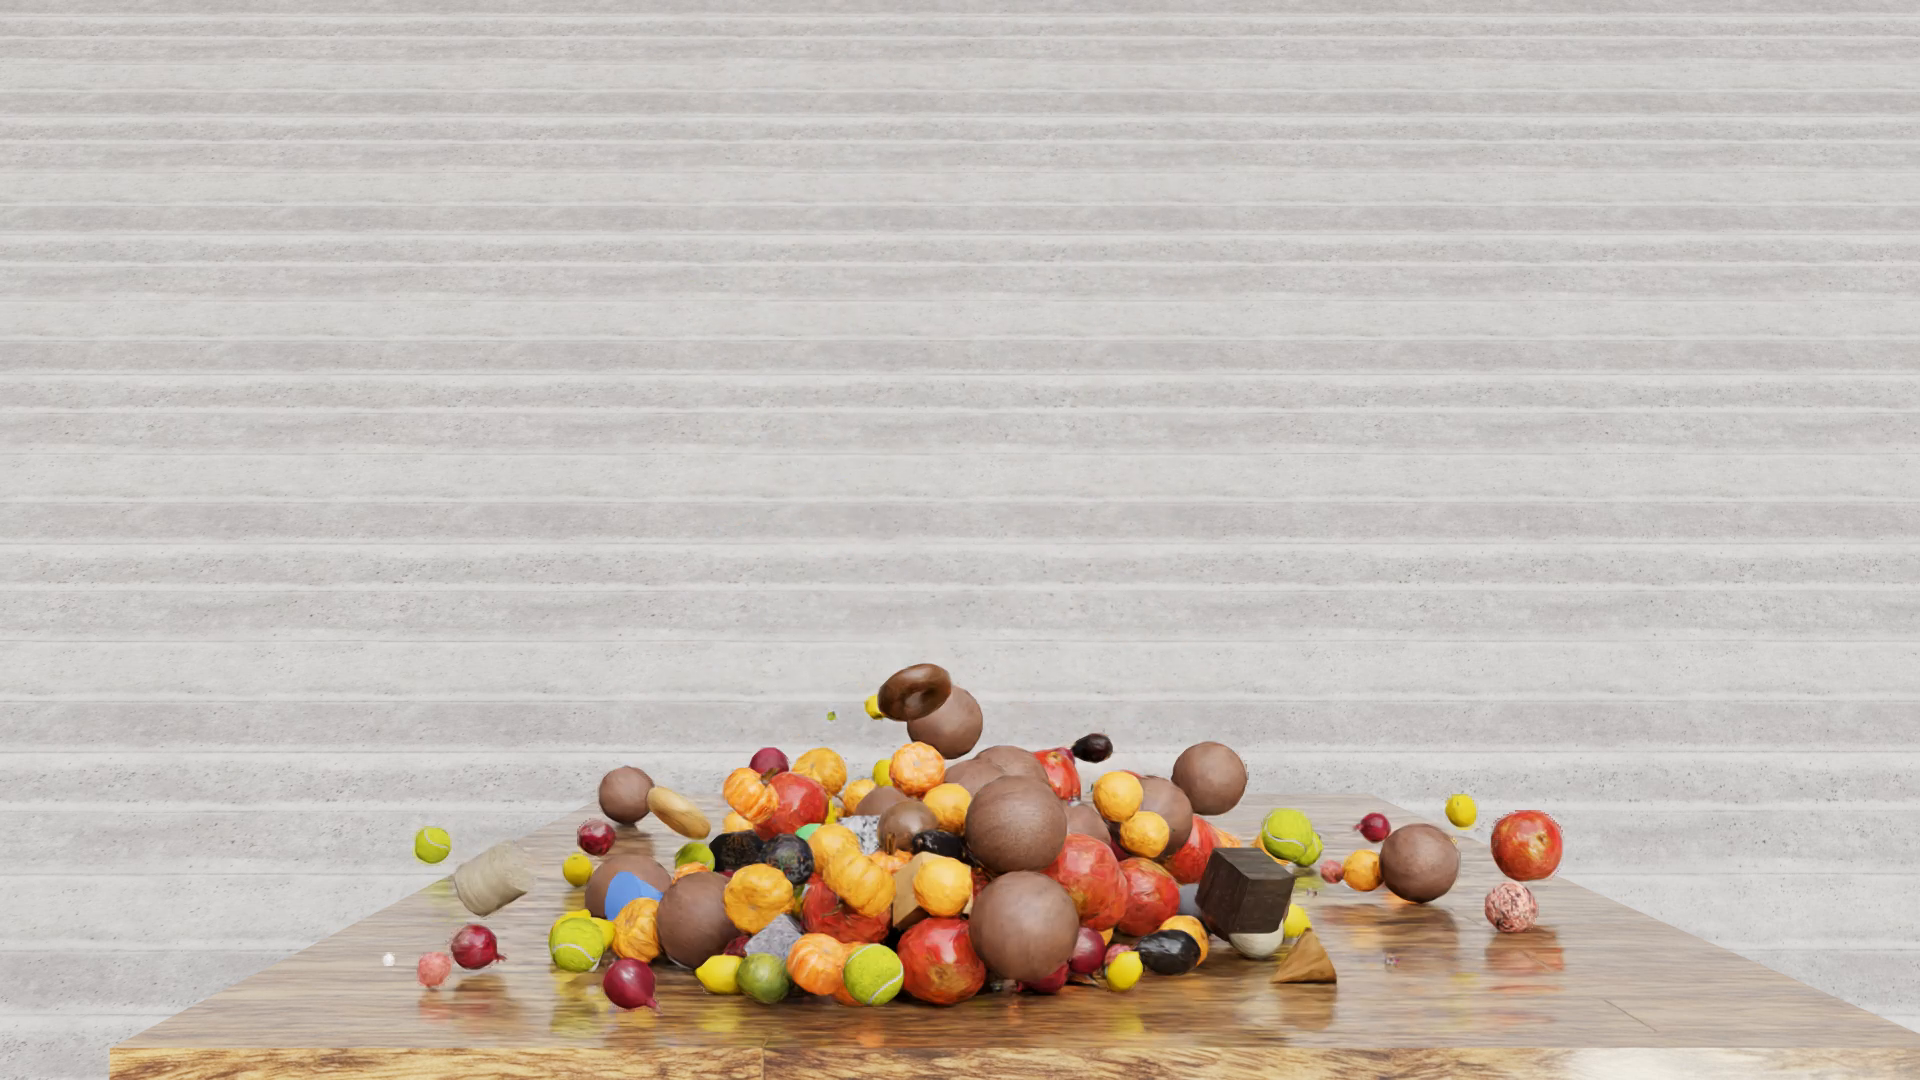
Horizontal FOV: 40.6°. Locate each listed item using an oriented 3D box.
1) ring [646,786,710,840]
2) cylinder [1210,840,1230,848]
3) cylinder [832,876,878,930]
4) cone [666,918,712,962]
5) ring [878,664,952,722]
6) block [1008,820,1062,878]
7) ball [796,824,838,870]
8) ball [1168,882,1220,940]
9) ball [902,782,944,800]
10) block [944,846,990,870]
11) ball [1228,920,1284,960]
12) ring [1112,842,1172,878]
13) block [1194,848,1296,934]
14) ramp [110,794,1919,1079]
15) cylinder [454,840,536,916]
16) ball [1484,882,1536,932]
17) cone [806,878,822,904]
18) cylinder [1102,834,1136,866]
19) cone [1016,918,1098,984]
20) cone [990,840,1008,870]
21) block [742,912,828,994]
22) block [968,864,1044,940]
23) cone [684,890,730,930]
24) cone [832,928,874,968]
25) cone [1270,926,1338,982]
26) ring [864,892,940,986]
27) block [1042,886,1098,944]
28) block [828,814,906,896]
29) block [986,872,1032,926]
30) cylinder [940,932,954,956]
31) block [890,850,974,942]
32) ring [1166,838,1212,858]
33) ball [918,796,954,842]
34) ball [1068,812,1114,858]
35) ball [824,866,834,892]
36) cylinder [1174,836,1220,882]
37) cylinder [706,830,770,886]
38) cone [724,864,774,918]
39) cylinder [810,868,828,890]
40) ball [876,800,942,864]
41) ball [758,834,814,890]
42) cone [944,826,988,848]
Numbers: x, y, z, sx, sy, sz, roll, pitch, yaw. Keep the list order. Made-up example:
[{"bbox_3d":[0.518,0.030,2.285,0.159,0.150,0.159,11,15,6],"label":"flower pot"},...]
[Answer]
[{"bbox_3d":[-0.478,0.464,4.409,0.126,0.126,0.042,25,69,31],"label":"ring"},{"bbox_3d":[0.466,0.579,4.737,0.055,0.055,0.055,0,-2,0],"label":"cylinder"},{"bbox_3d":[-0.145,0.541,3.897,0.082,0.082,0.082,0,34,-12],"label":"cylinder"},{"bbox_3d":[-0.358,0.559,3.549,0.063,0.063,0.063,-20,51,27],"label":"cone"},{"bbox_3d":[-0.066,0.222,3.776,0.115,0.115,0.038,-13,56,-18],"label":"ring"},{"bbox_3d":[0.136,0.558,4.700,0.096,0.096,0.096,0,-2,4],"label":"block"},{"bbox_3d":[-0.201,0.423,3.586,0.063,0.063,0.063,0,35,0],"label":"ball"},{"bbox_3d":[0.342,0.538,3.767,0.082,0.082,0.082,0,35,0],"label":"ball"},{"bbox_3d":[-0.065,0.454,4.467,0.074,0.074,0.074,0,35,0],"label":"ball"},{"bbox_3d":[0.013,0.569,4.536,0.064,0.064,0.064,0,-2,16],"label":"block"},{"bbox_3d":[0.405,0.534,3.546,0.076,0.076,0.076,0,35,0],"label":"ball"},{"bbox_3d":[0.322,0.568,4.606,0.110,0.110,0.037,-6,62,-8],"label":"ring"},{"bbox_3d":[0.373,0.459,3.402,0.081,0.081,0.081,4,22,-36],"label":"block"},{"bbox_3d":[0.076,0.659,4.817,2.000,0.100,4.000,0,-2,0],"label":"ramp"},{"bbox_3d":[-0.657,0.478,3.669,0.081,0.081,0.081,-31,29,20],"label":"cylinder"},{"bbox_3d":[0.814,0.543,3.841,0.075,0.075,0.075,0,35,0],"label":"ball"},{"bbox_3d":[-0.241,0.579,4.201,0.056,0.056,0.056,-31,41,32],"label":"cone"},{"bbox_3d":[0.295,0.572,4.777,0.065,0.065,0.065,2,-7,2],"label":"cylinder"},{"bbox_3d":[0.136,0.543,3.298,0.095,0.095,0.095,28,37,-2],"label":"cone"},{"bbox_3d":[0.065,0.593,4.760,0.065,0.065,0.065,17,33,23],"label":"cone"},{"bbox_3d":[-0.215,0.509,3.196,0.066,0.066,0.066,-40,71,-2],"label":"block"},{"bbox_3d":[0.064,0.527,3.781,0.092,0.092,0.092,-8,-4,13],"label":"block"},{"bbox_3d":[-0.367,0.566,3.881,0.072,0.072,0.072,-15,11,-21],"label":"cone"},{"bbox_3d":[-0.153,0.556,3.472,0.052,0.052,0.052,-36,48,-28],"label":"cone"},{"bbox_3d":[0.428,0.548,3.321,0.079,0.079,0.079,-27,39,-6],"label":"cone"},{"bbox_3d":[-0.073,0.506,3.300,0.042,0.125,0.125,-29,23,28],"label":"ring"},{"bbox_3d":[0.157,0.536,3.712,0.058,0.058,0.058,1,43,-15],"label":"block"},{"bbox_3d":[-0.120,0.440,3.622,0.083,0.083,0.083,-8,53,34],"label":"block"},{"bbox_3d":[0.070,0.511,3.693,0.050,0.050,0.050,9,23,24],"label":"block"},{"bbox_3d":[-0.048,0.503,3.412,0.067,0.067,0.067,-9,34,-12],"label":"cylinder"},{"bbox_3d":[-0.035,0.439,3.199,0.072,0.072,0.072,21,45,-27],"label":"block"},{"bbox_3d":[0.452,0.597,5.024,0.110,0.037,0.110,-1,-3,0],"label":"ring"},{"bbox_3d":[-0.052,0.463,4.283,0.081,0.081,0.081,0,35,0],"label":"ball"},{"bbox_3d":[0.252,0.571,5.031,0.089,0.089,0.089,0,35,0],"label":"ball"},{"bbox_3d":[-0.199,0.552,4.386,0.089,0.089,0.089,0,35,0],"label":"ball"},{"bbox_3d":[0.407,0.549,4.433,0.066,0.066,0.066,18,6,-2],"label":"cylinder"},{"bbox_3d":[-0.382,0.555,4.543,0.092,0.092,0.092,17,5,23],"label":"cylinder"},{"bbox_3d":[-0.306,0.553,3.970,0.080,0.080,0.080,-29,29,18],"label":"cone"},{"bbox_3d":[-0.252,0.559,4.248,0.051,0.051,0.051,-29,22,30],"label":"cylinder"},{"bbox_3d":[-0.066,0.379,3.370,0.084,0.084,0.084,0,35,0],"label":"ball"},{"bbox_3d":[-0.222,0.412,3.327,0.072,0.072,0.072,0,35,0],"label":"ball"},{"bbox_3d":[0.008,0.588,4.789,0.091,0.091,0.091,5,26,7],"label":"cone"}]
